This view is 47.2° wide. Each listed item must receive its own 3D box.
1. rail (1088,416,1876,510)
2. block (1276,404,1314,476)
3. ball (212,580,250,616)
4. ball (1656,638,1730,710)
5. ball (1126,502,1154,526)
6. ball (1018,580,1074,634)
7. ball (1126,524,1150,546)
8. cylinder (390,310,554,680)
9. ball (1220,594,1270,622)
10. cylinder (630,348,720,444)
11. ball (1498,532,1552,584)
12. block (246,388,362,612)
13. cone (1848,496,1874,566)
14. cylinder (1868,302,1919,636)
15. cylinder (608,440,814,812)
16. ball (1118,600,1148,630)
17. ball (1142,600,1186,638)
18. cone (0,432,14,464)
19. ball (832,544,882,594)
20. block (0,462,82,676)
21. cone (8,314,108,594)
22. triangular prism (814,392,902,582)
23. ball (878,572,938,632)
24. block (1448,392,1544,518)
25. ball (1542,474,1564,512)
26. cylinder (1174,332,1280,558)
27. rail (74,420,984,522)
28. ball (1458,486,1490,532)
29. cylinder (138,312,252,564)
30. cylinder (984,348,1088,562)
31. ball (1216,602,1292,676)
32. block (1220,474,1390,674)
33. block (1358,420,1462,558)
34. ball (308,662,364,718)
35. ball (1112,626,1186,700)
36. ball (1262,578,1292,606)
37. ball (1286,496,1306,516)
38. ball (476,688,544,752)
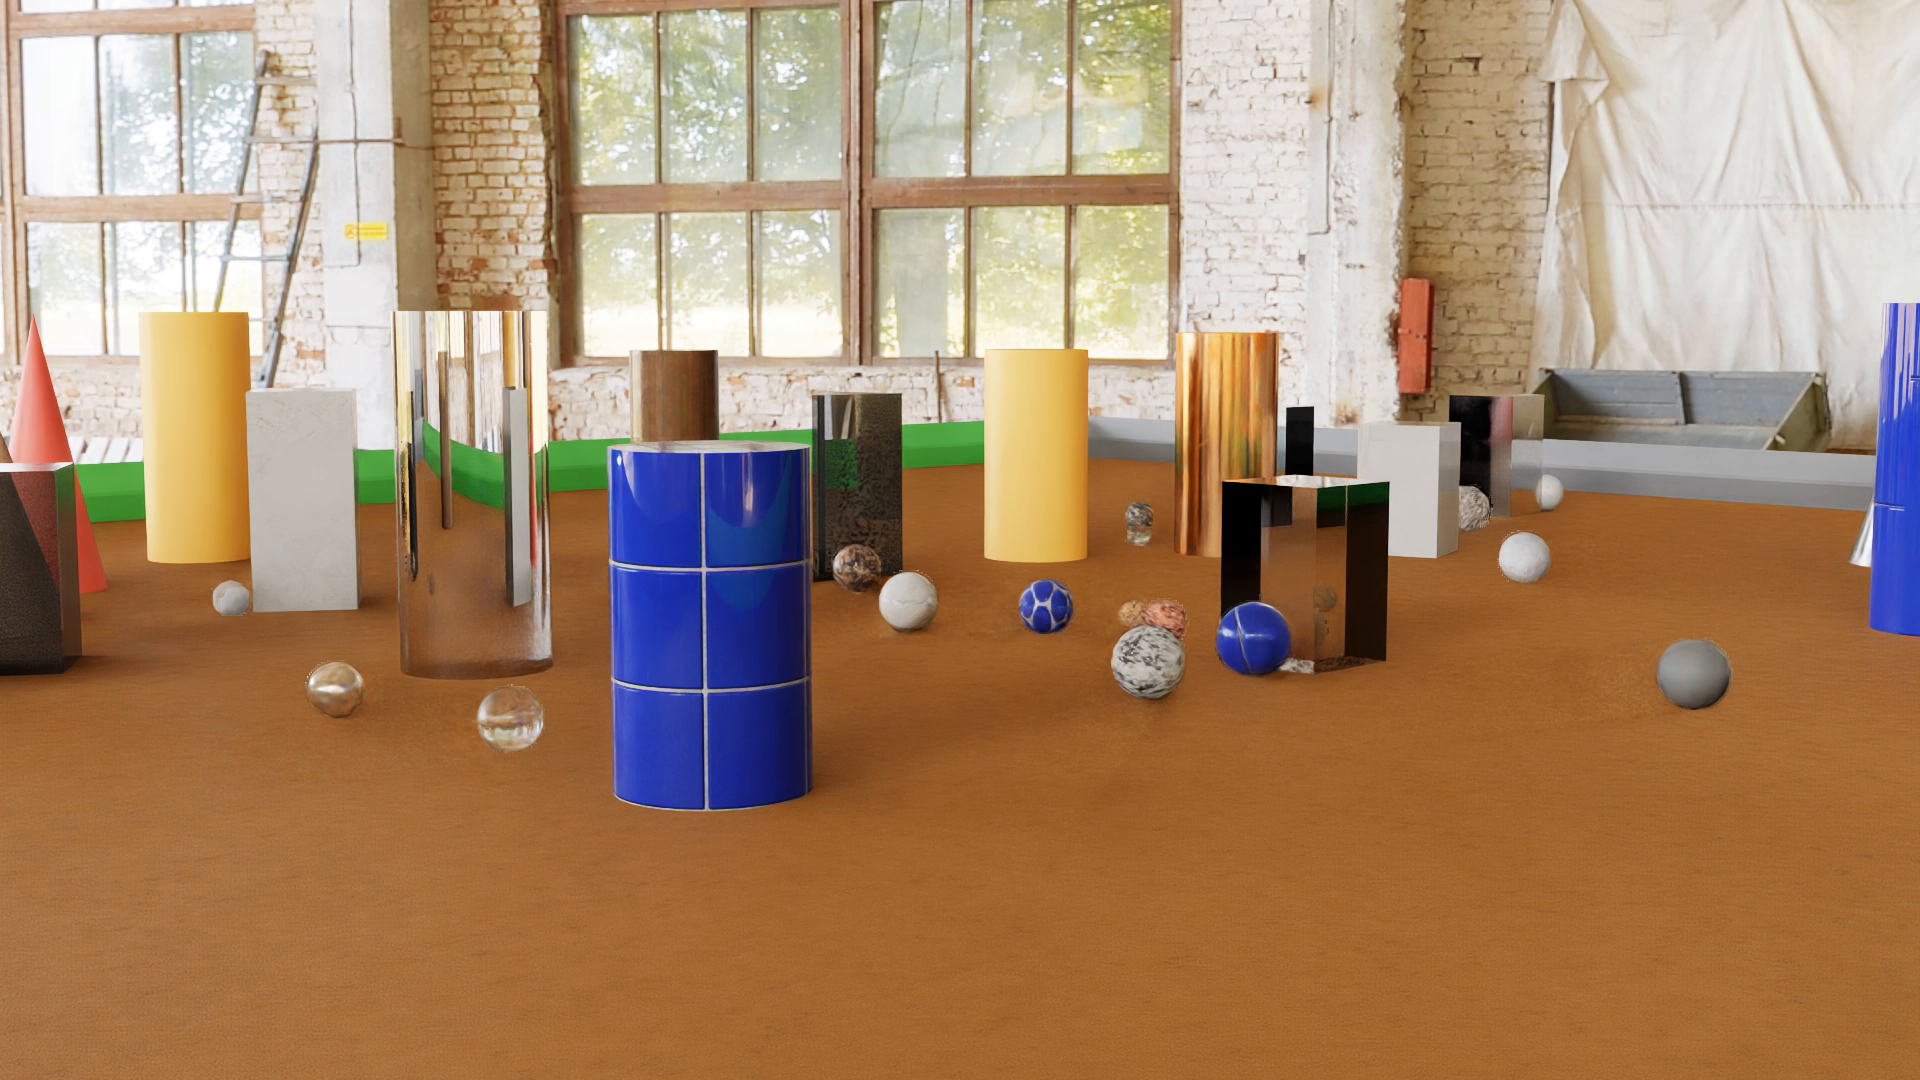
[{"bbox_3d":[1.778,-0.142,4.964,0.045,0.120,4.212,-6,8,-42],"label":"rail"},{"bbox_3d":[0.623,-0.157,4.536,0.147,0.240,0.147,-5,8,-37],"label":"block"},{"bbox_3d":[-1.048,0.084,3.162,0.052,0.052,0.052,0,6,0],"label":"ball"},{"bbox_3d":[0.812,0.149,2.435,0.078,0.078,0.078,0,6,0],"label":"ball"},{"bbox_3d":[0.359,-0.049,4.391,0.057,0.057,0.057,0,6,0],"label":"ball"},{"bbox_3d":[0.117,0.091,2.993,0.075,0.075,0.075,0,6,0],"label":"ball"},{"bbox_3d":[0.332,-0.009,4.078,0.044,0.044,0.044,0,6,0],"label":"ball"},{"bbox_3d":[-0.597,-0.060,2.695,0.184,0.438,0.184,0,6,0],"label":"cylinder"},{"bbox_3d":[0.374,0.107,2.861,0.071,0.071,0.071,0,6,0],"label":"ball"},{"bbox_3d":[-0.592,-0.218,4.570,0.184,0.354,0.184,0,6,0],"label":"cylinder"},{"bbox_3d":[0.908,0.029,3.536,0.082,0.082,0.082,0,6,0],"label":"ball"},{"bbox_3d":[-0.976,-0.064,3.279,0.147,0.321,0.147,-1,6,-12],"label":"block"},{"bbox_3d":[1.639,-0.109,3.797,0.184,0.302,0.184,0,6,0],"label":"cone"},{"bbox_3d":[1.355,-0.100,3.015,0.184,0.449,0.184,0,6,0],"label":"cylinder"},{"bbox_3d":[-0.228,0.073,2.019,0.184,0.317,0.184,0,6,0],"label":"cylinder"},{"bbox_3d":[0.240,0.104,3.028,0.042,0.042,0.042,0,6,0],"label":"ball"},{"bbox_3d":[0.270,0.109,2.908,0.057,0.057,0.057,0,6,0],"label":"ball"},{"bbox_3d":[-1.340,-0.022,3.078,0.184,0.281,0.184,0,6,0],"label":"cone"},{"bbox_3d":[-0.160,0.045,3.428,0.077,0.077,0.077,0,6,0],"label":"ball"},{"bbox_3d":[-1.178,0.034,2.713,0.147,0.247,0.147,-1,6,-13],"label":"block"},{"bbox_3d":[-1.442,-0.138,3.445,0.184,0.434,0.184,0,6,0],"label":"cone"},{"bbox_3d":[-0.198,-0.093,3.651,0.160,0.302,0.138,-3,7,-29],"label":"triangular prism"},{"bbox_3d":[-0.071,0.085,3.018,0.081,0.081,0.081,0,6,0],"label":"ball"},{"bbox_3d":[1.151,-0.185,4.728,0.147,0.255,0.147,5,8,40],"label":"block"},{"bbox_3d":[1.272,-0.103,4.785,0.080,0.080,0.080,0,6,0],"label":"ball"},{"bbox_3d":[0.481,-0.176,3.977,0.184,0.397,0.184,0,6,0],"label":"cylinder"},{"bbox_3d":[-1.412,-0.131,4.854,4.886,0.120,0.045,-6,8,-42],"label":"rail"},{"bbox_3d":[0.999,-0.061,4.337,0.092,0.092,0.092,0,6,0],"label":"ball"},{"bbox_3d":[-1.347,-0.185,3.888,0.184,0.434,0.184,0,6,0],"label":"cylinder"},{"bbox_3d":[0.135,-0.154,3.906,0.184,0.368,0.184,0,6,0],"label":"cylinder"},{"bbox_3d":[0.355,0.120,2.651,0.090,0.090,0.090,0,6,0],"label":"ball"},{"bbox_3d":[0.432,0.039,2.757,0.147,0.227,0.147,-6,8,-43],"label":"block"},{"bbox_3d":[0.813,-0.095,3.985,0.147,0.234,0.147,3,7,27],"label":"block"},{"bbox_3d":[-0.678,0.163,2.388,0.060,0.060,0.060,0,6,0],"label":"ball"},{"bbox_3d":[0.214,0.139,2.498,0.084,0.084,0.084,0,6,0],"label":"ball"},{"bbox_3d":[0.471,0.078,3.265,0.043,0.043,0.043,0,6,0],"label":"ball"},{"bbox_3d":[0.713,-0.071,4.665,0.043,0.043,0.043,0,6,0],"label":"ball"},{"bbox_3d":[-0.450,0.180,2.199,0.066,0.066,0.066,0,6,0],"label":"ball"}]
